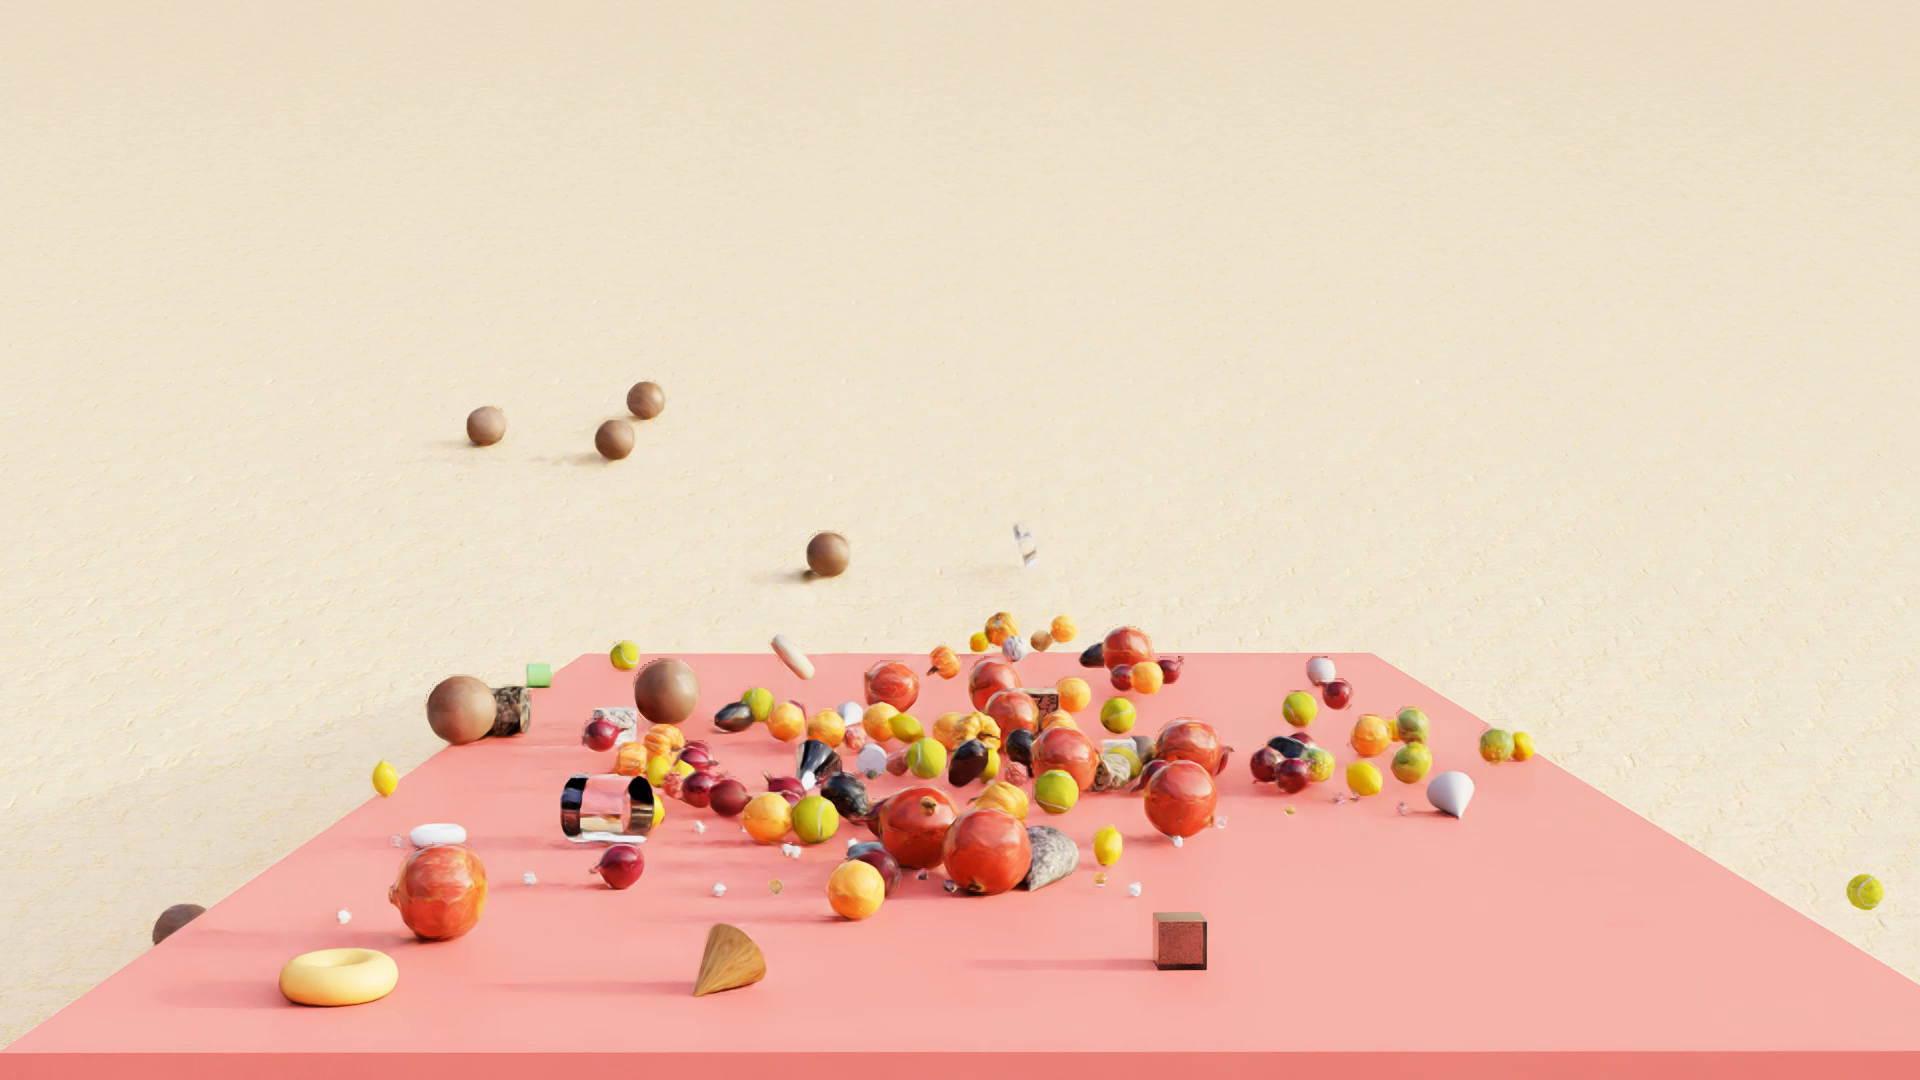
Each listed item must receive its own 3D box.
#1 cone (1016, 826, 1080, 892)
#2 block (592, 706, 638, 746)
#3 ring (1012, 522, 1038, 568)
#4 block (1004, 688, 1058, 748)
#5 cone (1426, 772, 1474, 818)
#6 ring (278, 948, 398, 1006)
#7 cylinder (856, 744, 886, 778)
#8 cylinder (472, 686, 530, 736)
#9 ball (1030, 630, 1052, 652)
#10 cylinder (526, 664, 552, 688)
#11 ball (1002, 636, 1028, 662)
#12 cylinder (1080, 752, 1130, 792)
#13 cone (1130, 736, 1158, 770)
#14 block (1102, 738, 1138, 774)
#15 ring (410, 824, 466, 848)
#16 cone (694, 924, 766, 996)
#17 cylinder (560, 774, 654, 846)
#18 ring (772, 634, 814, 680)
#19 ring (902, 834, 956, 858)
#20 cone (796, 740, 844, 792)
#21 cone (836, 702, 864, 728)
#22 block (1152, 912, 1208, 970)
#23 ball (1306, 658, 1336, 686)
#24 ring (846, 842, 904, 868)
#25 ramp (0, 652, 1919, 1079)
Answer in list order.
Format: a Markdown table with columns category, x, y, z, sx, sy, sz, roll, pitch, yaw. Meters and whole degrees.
| category | x | y | z | sx | sy | sz | roll | pitch | yaw |
| --- | --- | --- | --- | --- | --- | --- | --- | --- | --- |
| cone | 0.103 | 0.438 | 3.388 | 0.088 | 0.088 | 0.088 | 7 | 32 | 17 |
| block | -0.647 | 0.348 | 4.815 | 0.064 | 0.064 | 0.064 | -2 | 4 | -29 |
| ring | 0.184 | 0.017 | 7.284 | 0.046 | 0.137 | 0.137 | -19 | 24 | -5 |
| block | 0.132 | 0.331 | 4.799 | 0.099 | 0.099 | 0.099 | 0 | 3 | 0 |
| cone | 0.764 | 0.409 | 3.970 | 0.074 | 0.074 | 0.074 | -1 | 30 | -2 |
| ring | -0.670 | 0.471 | 2.772 | 0.126 | 0.042 | 0.126 | 0 | 4 | 0 |
| cylinder | -0.151 | 0.378 | 4.399 | 0.050 | 0.050 | 0.050 | 0 | 3 | -1 |
| cylinder | -0.876 | 0.327 | 4.906 | 0.092 | 0.092 | 0.092 | -2 | 21 | 4 |
| ball | 0.207 | 0.258 | 6.575 | 0.055 | 0.055 | 0.055 | 0 | 21 | 0 |
| cylinder | -0.940 | 0.303 | 5.735 | 0.051 | 0.051 | 0.051 | 1 | 20 | -15 |
| ball | 0.137 | 0.266 | 6.313 | 0.065 | 0.065 | 0.065 | 0 | 21 | 0 |
| cylinder | 0.240 | 0.382 | 4.228 | 0.059 | 0.059 | 0.059 | 19 | 15 | 40 |
| cone | 0.309 | 0.384 | 4.477 | 0.064 | 0.064 | 0.064 | 5 | 31 | 13 |
| block | 0.274 | 0.374 | 4.427 | 0.055 | 0.055 | 0.055 | 0 | 3 | -4 |
| ring | -0.754 | 0.427 | 3.713 | 0.081 | 0.027 | 0.081 | -1 | 4 | 0 |
| cone | -0.266 | 0.473 | 2.792 | 0.079 | 0.079 | 0.079 | 14 | 37 | 31 |
| cylinder | -0.511 | 0.390 | 3.723 | 0.100 | 0.100 | 0.100 | 1 | 20 | 21 |
| ring | -0.366 | 0.257 | 5.625 | 0.041 | 0.122 | 0.122 | -43 | 32 | -6 |
| ring | -0.045 | 0.432 | 3.634 | 0.077 | 0.026 | 0.077 | 1 | 2 | 0 |
| cone | -0.252 | 0.391 | 4.245 | 0.089 | 0.089 | 0.089 | 9 | 33 | 22 |
| cone | -0.223 | 0.355 | 5.056 | 0.054 | 0.054 | 0.054 | 4 | 32 | 11 |
| block | 0.249 | 0.456 | 2.919 | 0.055 | 0.055 | 0.055 | 0 | 3 | -3 |
| ball | 0.809 | 0.296 | 5.760 | 0.065 | 0.065 | 0.065 | 0 | 21 | 0 |
| ring | -0.117 | 0.436 | 3.549 | 0.079 | 0.026 | 0.079 | 3 | 6 | 0 |
| ramp | 0.049 | 0.446 | 4.532 | 2.000 | 0.100 | 4.000 | 0 | 3 | 0 |
